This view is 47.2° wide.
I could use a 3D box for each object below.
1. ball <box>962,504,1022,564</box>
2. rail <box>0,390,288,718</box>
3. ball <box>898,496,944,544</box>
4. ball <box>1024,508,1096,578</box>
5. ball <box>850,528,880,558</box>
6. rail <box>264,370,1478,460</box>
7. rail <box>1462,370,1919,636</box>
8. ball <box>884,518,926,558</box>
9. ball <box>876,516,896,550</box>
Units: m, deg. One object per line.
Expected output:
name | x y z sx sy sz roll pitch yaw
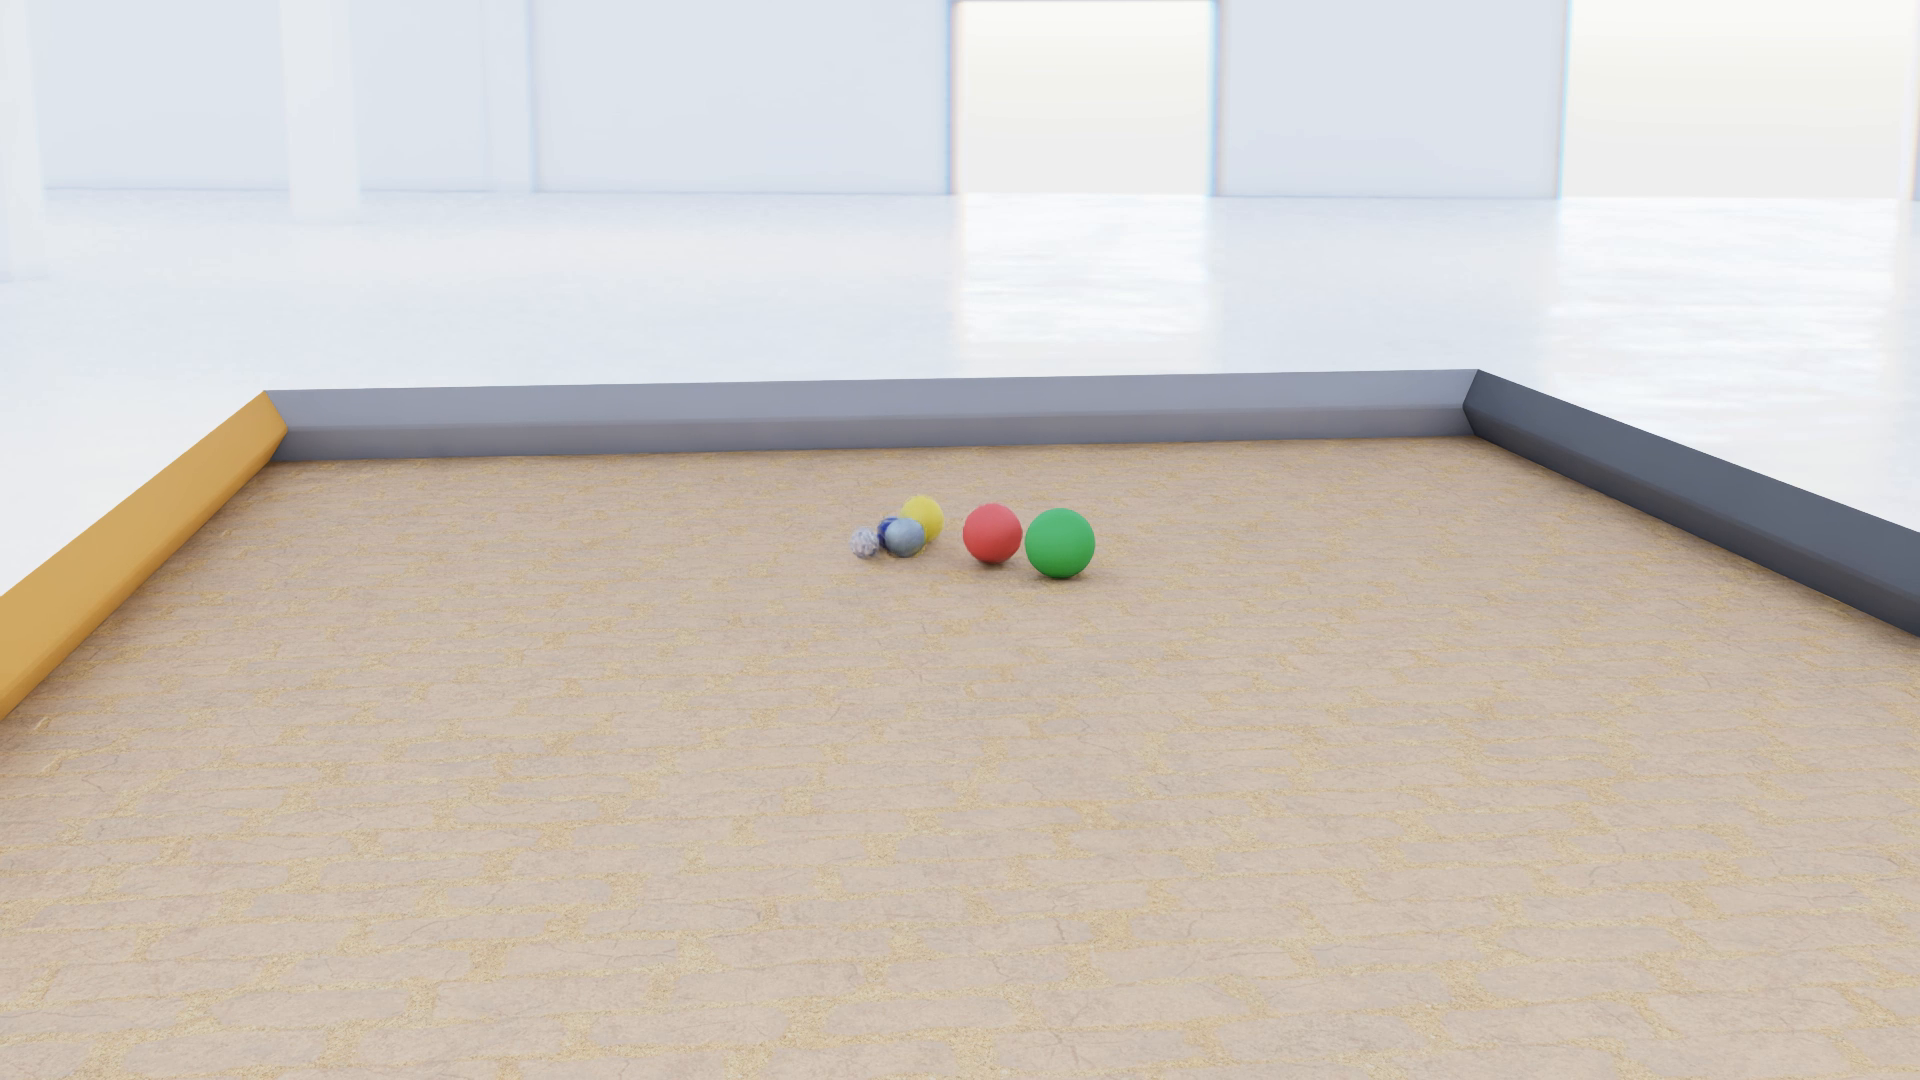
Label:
ball | 0.046 -0.009 3.118 0.085 0.085 0.085 0 12 0
rail | -0.967 0.205 2.011 0.045 0.126 3.965 -2 12 -7
ball | -0.057 -0.029 3.254 0.069 0.069 0.069 0 12 0
ball | 0.138 0.005 3.027 0.097 0.097 0.097 0 12 0
ball | -0.137 0.005 3.152 0.043 0.043 0.043 0 12 0
rail | -0.123 -0.230 4.048 2.250 0.126 0.045 -2 12 -7
rail | 1.218 0.147 2.284 0.045 0.126 3.965 -2 12 -7
ball | -0.079 -0.003 3.155 0.058 0.058 0.058 0 12 0
ball | -0.097 -0.009 3.206 0.049 0.049 0.049 0 12 0
